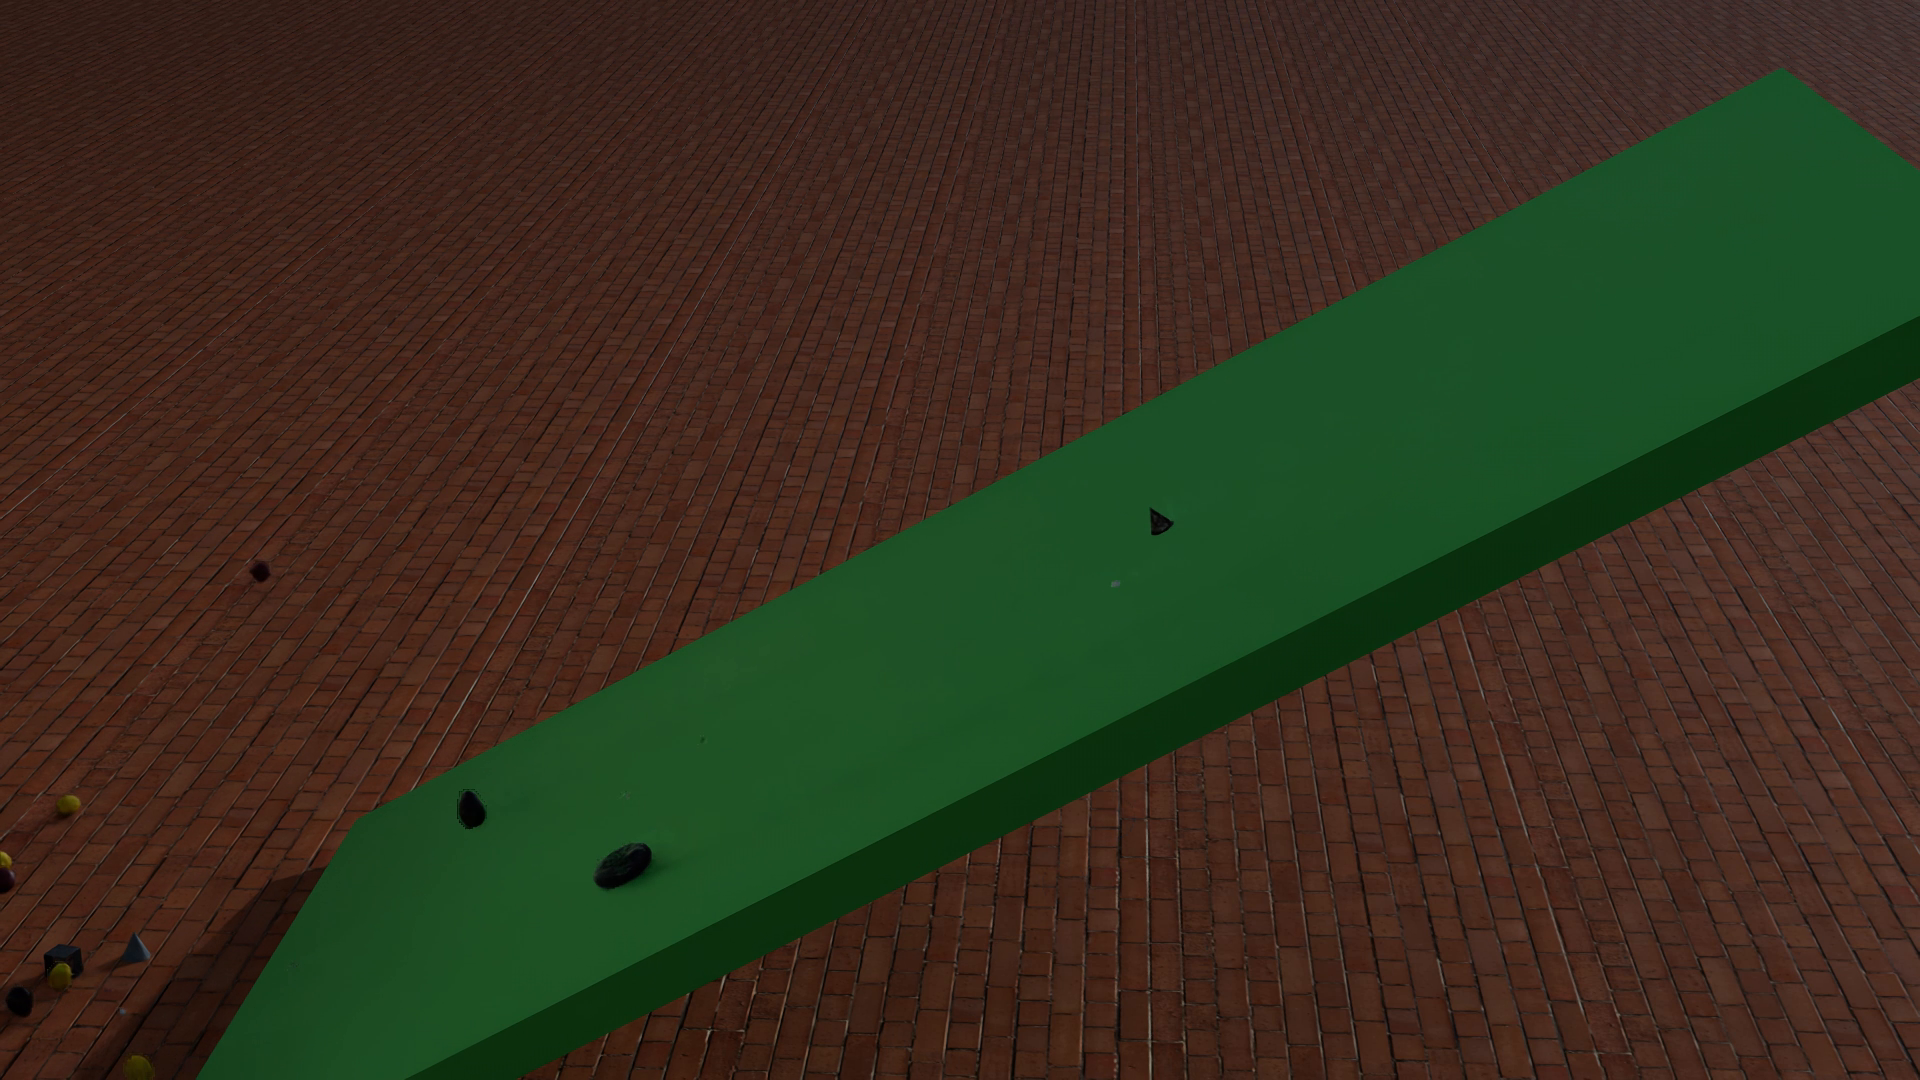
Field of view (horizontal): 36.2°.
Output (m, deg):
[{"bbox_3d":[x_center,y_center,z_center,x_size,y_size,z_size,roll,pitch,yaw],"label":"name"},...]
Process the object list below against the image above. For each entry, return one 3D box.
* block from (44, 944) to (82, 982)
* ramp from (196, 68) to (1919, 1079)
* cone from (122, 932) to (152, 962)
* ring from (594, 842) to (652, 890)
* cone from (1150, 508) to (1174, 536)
[{"bbox_3d":[-2.122,1.000,6.962,0.060,0.060,0.060,6,19,19],"label":"block"},{"bbox_3d":[0.142,0.167,6.283,4.000,0.100,2.000,-28,15,12],"label":"ramp"},{"bbox_3d":[-1.976,0.968,7.048,0.067,0.067,0.067,0,18,0],"label":"cone"},{"bbox_3d":[-0.687,0.662,5.980,0.131,0.044,0.131,-28,16,8],"label":"ring"},{"bbox_3d":[0.411,-0.045,6.153,0.053,0.053,0.053,-29,14,8],"label":"cone"}]
